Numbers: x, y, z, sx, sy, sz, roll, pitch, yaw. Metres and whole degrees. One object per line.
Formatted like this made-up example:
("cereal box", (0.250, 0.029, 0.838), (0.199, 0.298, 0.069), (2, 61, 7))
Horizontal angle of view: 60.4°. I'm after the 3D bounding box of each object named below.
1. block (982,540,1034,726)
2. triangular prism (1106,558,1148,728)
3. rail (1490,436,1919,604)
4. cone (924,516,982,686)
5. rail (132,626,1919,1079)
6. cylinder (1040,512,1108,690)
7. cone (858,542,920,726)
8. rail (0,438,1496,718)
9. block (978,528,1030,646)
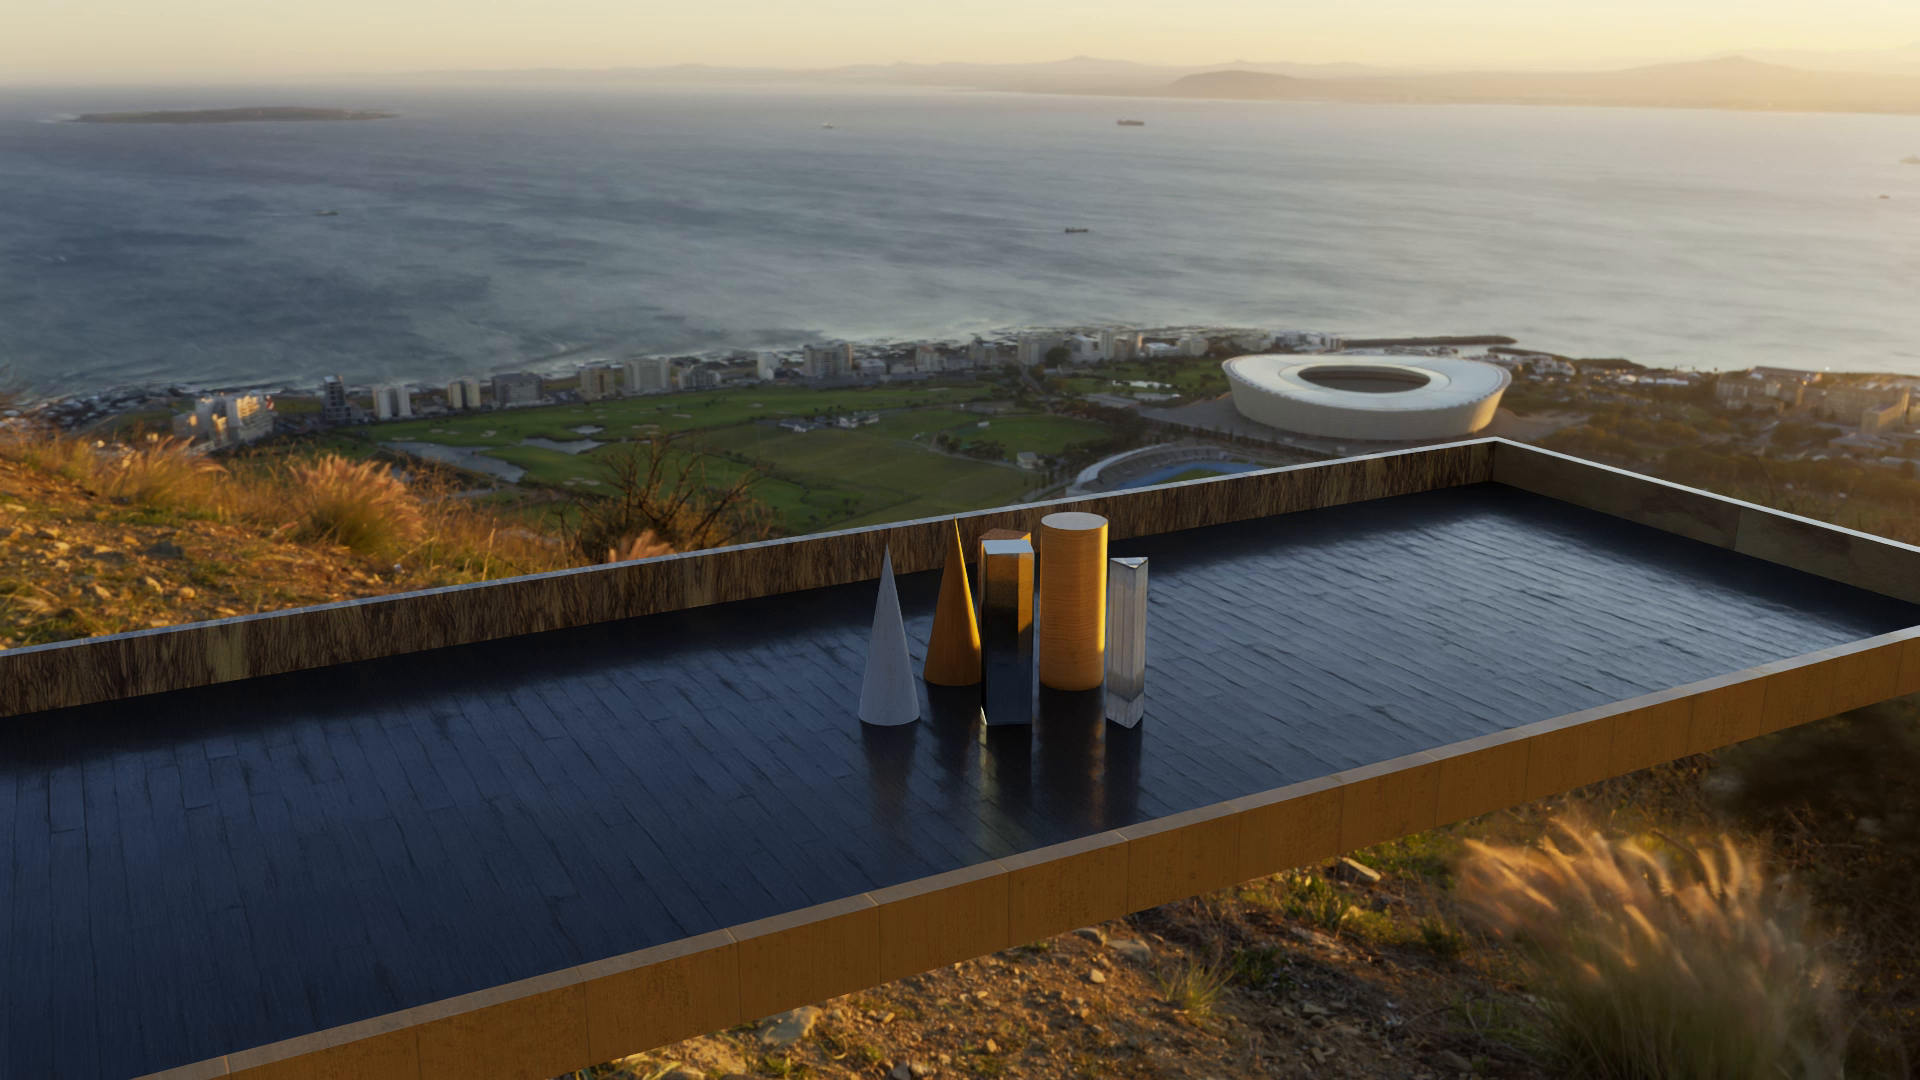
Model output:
("block", (0.110, 0.217, 3.871), (0.109, 0.421, 0.109), (-2, 16, -5))
("triangular prism", (0.404, 0.235, 3.856), (0.076, 0.393, 0.088), (-11, 20, -33))
("rail", (2.466, -0.048, 5.253), (0.050, 0.150, 2.100), (-9, 18, -27))
("cone", (-0.013, 0.139, 4.132), (0.162, 0.422, 0.162), (0, 16, 0))
("rail", (-2.336, 1.006, 1.665), (12.000, 0.150, 0.050), (-9, 18, -27))
("cylinder", (0.281, 0.152, 4.103), (0.163, 0.414, 0.163), (0, 16, 0))
("cone", (-0.169, 0.209, 3.883), (0.149, 0.428, 0.149), (0, 16, 0))
("rail", (-3.305, 0.497, 3.399), (12.000, 0.150, 0.050), (-9, 18, -27))
("block", (0.116, 0.134, 4.355), (0.105, 0.306, 0.105), (8, 18, 24))
